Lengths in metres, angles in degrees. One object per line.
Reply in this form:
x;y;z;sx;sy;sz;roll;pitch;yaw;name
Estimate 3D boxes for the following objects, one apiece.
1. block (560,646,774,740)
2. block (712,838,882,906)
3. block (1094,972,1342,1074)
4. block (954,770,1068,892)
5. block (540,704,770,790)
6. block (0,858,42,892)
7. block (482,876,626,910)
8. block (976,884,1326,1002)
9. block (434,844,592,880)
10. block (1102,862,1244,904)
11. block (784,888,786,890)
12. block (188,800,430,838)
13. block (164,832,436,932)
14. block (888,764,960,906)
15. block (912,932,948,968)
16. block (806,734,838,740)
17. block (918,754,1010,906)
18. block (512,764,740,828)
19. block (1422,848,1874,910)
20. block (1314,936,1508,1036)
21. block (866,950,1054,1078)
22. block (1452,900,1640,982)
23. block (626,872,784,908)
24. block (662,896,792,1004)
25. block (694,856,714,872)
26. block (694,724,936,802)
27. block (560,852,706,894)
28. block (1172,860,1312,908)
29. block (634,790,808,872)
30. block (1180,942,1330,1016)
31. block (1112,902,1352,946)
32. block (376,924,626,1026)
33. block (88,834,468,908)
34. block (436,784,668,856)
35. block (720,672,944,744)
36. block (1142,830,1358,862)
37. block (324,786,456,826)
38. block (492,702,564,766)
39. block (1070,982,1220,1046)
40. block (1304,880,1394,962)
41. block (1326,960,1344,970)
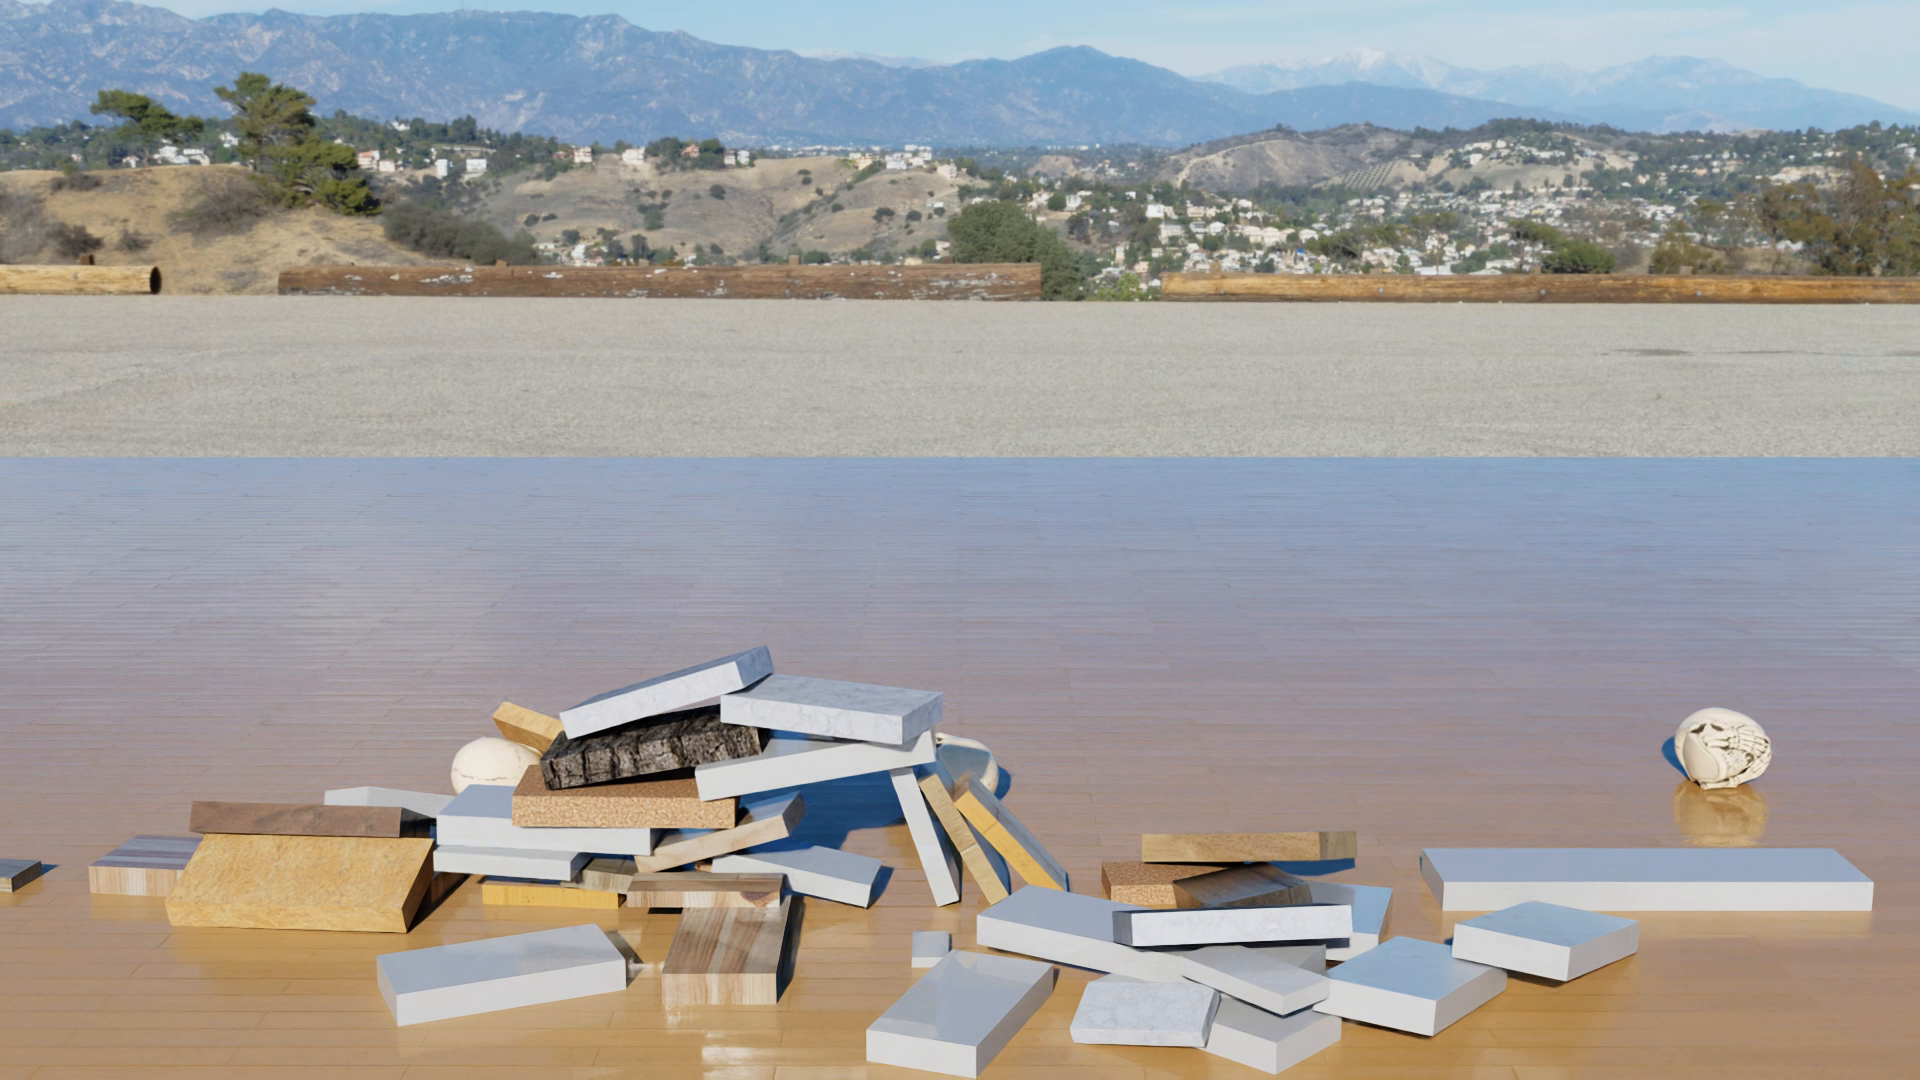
-0.480;0.250;3.620;0.319;0.045;0.159;-17;3;15;block
-0.268;0.540;3.642;0.262;0.037;0.131;12;11;4;block
0.361;0.668;3.124;0.320;0.045;0.160;9;14;42;block
0.083;0.494;3.643;0.034;0.239;0.120;-42;7;8;block
-0.495;0.332;3.611;0.354;0.050;0.177;-10;10;3;block
-1.667;0.566;3.728;0.182;0.026;0.091;2;11;8;block
-0.666;0.575;3.661;0.228;0.032;0.114;1;11;6;block
0.279;0.597;3.257;0.494;0.045;0.160;6;12;30;block
-0.727;0.512;3.579;0.228;0.032;0.114;3;11;8;block
0.363;0.571;3.676;0.239;0.034;0.120;-1;11;-4;block
-0.295;0.567;3.666;0.110;0.016;0.055;2;11;2;block
-1.089;0.478;3.699;0.350;0.050;0.175;1;-13;3;block
-1.062;0.554;3.563;0.389;0.050;0.175;1;31;6;block
-0.061;0.462;3.646;0.037;0.262;0.131;-19;10;3;block
-0.046;0.632;3.398;0.056;0.016;0.112;0;11;0;block
-0.195;0.301;3.585;0.056;0.016;0.112;-2;13;37;block
0.006;0.479;3.651;0.034;0.239;0.120;-29;9;5;block
-0.541;0.419;3.602;0.354;0.050;0.177;1;11;-2;block
1.138;0.565;3.669;0.699;0.049;0.171;0;11;0;block
0.651;0.635;3.152;0.171;0.049;0.343;7;4;30;block
0.005;0.668;3.123;0.160;0.045;0.320;4;11;21;block
0.886;0.600;3.310;0.171;0.049;0.343;7;2;33;block
-0.405;0.558;3.511;0.240;0.026;0.091;0;11;0;block
-0.352;0.623;3.363;0.166;0.047;0.333;0;11;0;block
-0.383;0.541;3.659;0.110;0.016;0.055;11;11;1;block
-0.230;0.343;3.575;0.379;0.050;0.177;-10;10;2;block
-0.534;0.550;3.631;0.228;0.032;0.114;7;11;0;block
0.440;0.560;3.454;0.156;0.044;0.312;-12;-1;-5;block
-0.392;0.480;3.610;0.262;0.037;0.131;-16;8;12;block
0.405;0.602;3.033;0.095;0.027;0.191;-9;14;-40;block
0.386;0.549;3.143;0.312;0.044;0.156;-1;-8;-6;block
-0.681;0.642;3.262;0.333;0.047;0.167;-5;12;-24;block
-1.147;0.558;3.712;0.593;0.047;0.166;1;11;7;block
-0.665;0.461;3.635;0.350;0.050;0.175;2;11;5;block
-0.205;0.269;3.530;0.319;0.045;0.159;5;12;23;block
0.484;0.512;3.682;0.319;0.045;0.159;-5;-8;32;block
-0.948;0.472;3.859;0.291;0.041;0.145;14;-18;-43;block
-0.746;0.405;4.185;0.291;0.145;0.041;15;53;31;block
0.257;0.658;3.058;0.191;0.027;0.095;-4;31;25;block
0.586;0.594;3.437;0.156;0.044;0.312;3;5;15;block
0.506;0.642;3.313;0.191;0.027;0.095;3;11;18;block
